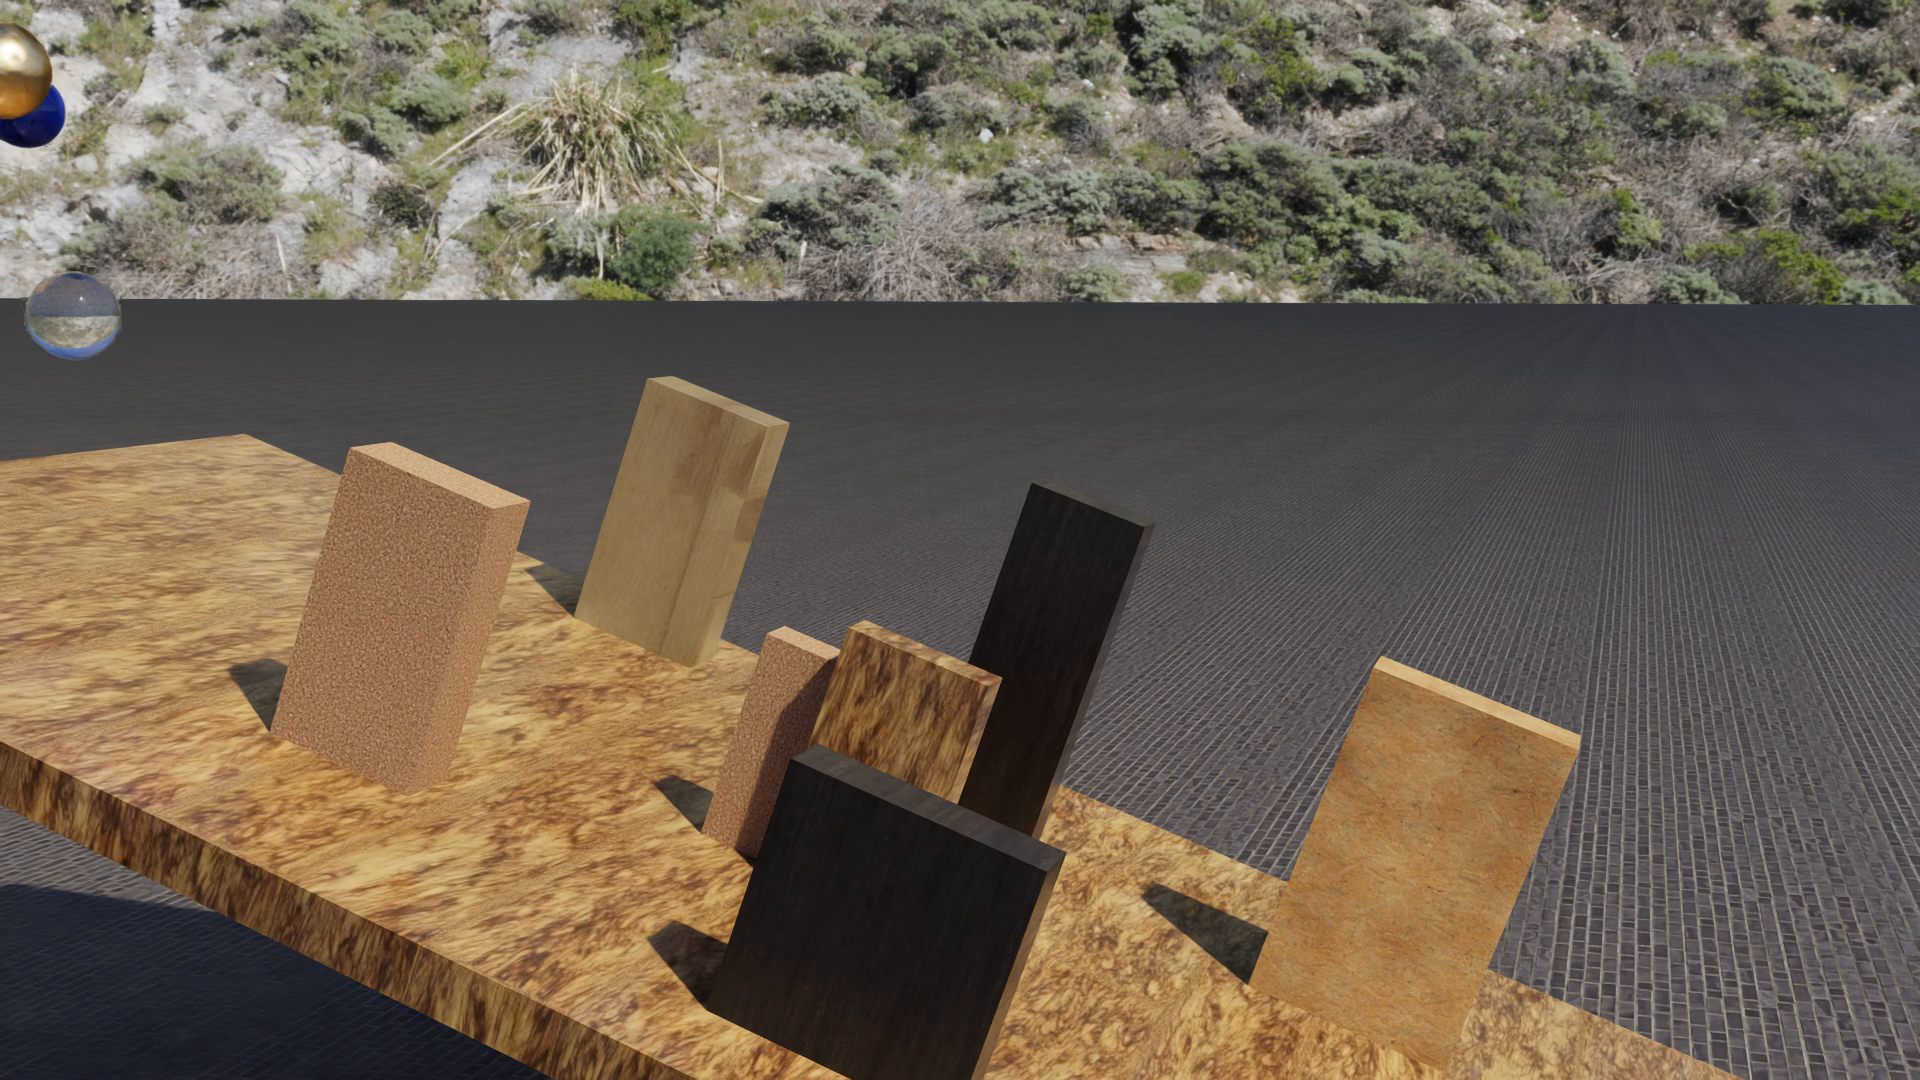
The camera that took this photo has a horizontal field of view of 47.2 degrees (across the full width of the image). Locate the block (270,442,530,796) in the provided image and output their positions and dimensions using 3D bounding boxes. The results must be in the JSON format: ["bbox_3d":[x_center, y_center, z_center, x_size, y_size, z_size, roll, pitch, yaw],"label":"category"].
[{"bbox_3d":[-0.980,0.136,3.845,0.289,0.538,0.132,22,12,14],"label":"block"}]

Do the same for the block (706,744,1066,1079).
[{"bbox_3d":[-0.116,0.601,3.370,0.427,0.433,0.115,22,12,14],"label":"block"}]

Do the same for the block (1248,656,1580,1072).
[{"bbox_3d":[0.867,0.618,4.216,0.400,0.678,0.134,22,12,14],"label":"block"}]

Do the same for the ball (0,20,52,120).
[{"bbox_3d":[-1.790,-0.875,4.099,0.182,0.182,0.182,0,7,0],"label":"ball"}]

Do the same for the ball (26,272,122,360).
[{"bbox_3d":[-1.934,-0.489,4.797,0.194,0.194,0.194,0,7,0],"label":"ball"}]

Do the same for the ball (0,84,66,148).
[{"bbox_3d":[-1.971,-0.906,4.638,0.157,0.157,0.157,0,7,0],"label":"ball"}]

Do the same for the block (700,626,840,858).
[{"bbox_3d":[-0.258,0.412,4.047,0.324,0.407,0.089,22,12,14],"label":"block"}]

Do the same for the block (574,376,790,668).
[{"bbox_3d":[-0.639,-0.044,5.038,0.308,0.587,0.136,22,12,14],"label":"block"}]

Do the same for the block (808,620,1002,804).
[{"bbox_3d":[-0.140,0.429,3.936,0.274,0.498,0.087,22,12,14],"label":"block"}]

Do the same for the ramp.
[{"bbox_3d":[-0.337,0.621,4.213,4.000,0.100,2.000,22,12,14],"label":"ramp"}]

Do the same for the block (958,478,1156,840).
[{"bbox_3d":[0.150,0.268,4.495,0.246,0.746,0.111,22,12,14],"label":"block"}]
